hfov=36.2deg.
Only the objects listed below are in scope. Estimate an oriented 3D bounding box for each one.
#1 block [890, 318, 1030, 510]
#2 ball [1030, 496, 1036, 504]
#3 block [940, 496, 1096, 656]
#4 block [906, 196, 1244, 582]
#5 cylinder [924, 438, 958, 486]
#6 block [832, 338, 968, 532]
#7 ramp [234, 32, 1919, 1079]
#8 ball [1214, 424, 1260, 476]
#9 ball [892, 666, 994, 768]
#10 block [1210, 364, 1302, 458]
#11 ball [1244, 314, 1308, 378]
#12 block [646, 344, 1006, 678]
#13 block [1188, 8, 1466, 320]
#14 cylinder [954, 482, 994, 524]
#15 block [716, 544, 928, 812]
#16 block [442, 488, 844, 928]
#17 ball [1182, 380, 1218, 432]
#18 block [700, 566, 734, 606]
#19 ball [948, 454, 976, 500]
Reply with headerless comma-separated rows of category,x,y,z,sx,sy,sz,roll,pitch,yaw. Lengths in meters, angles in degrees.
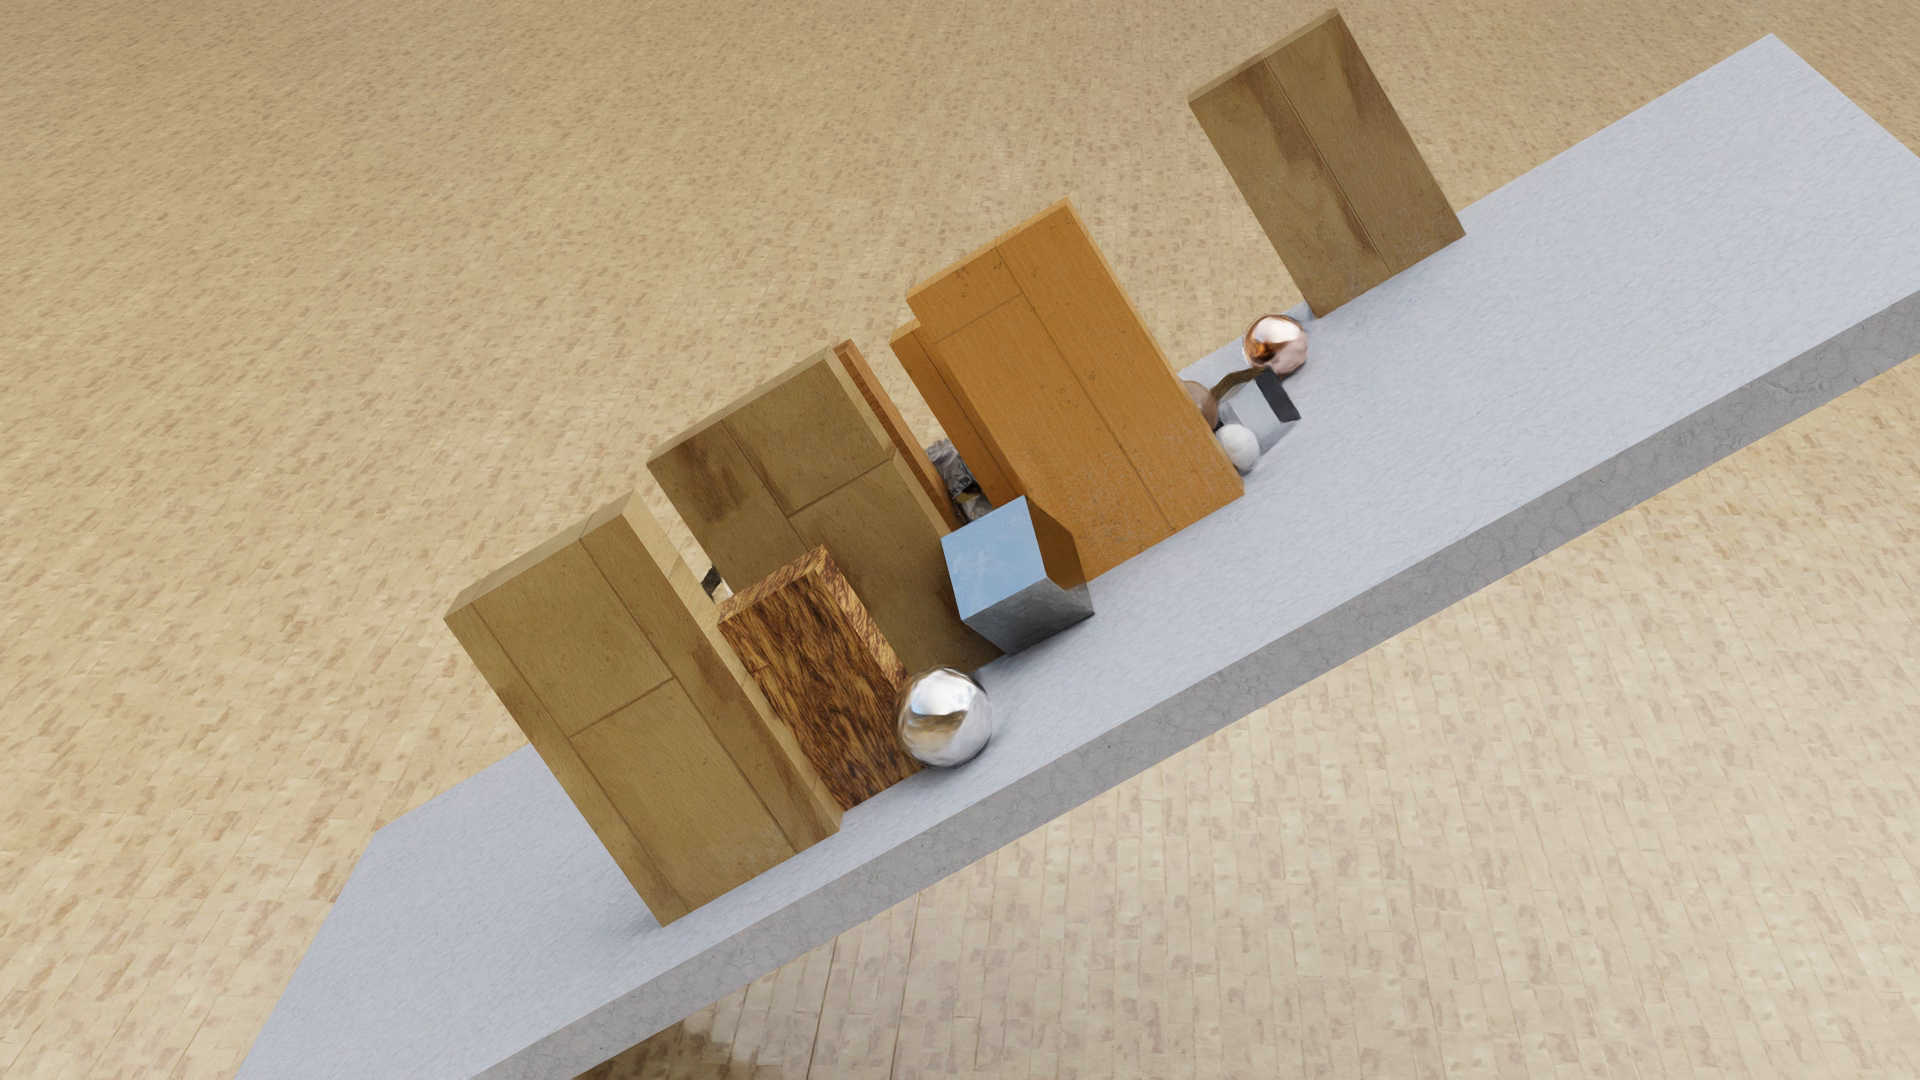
block,0.146,-0.281,6.373,0.335,0.581,0.105,-30,15,13
ball,0.195,-0.018,6.240,0.173,0.173,0.173,0,20,0
block,0.116,0.073,5.899,0.200,0.200,0.200,-28,55,19
block,0.239,-0.301,6.002,0.378,0.705,0.081,-30,15,13
cylinder,-0.036,-0.140,7.139,0.156,0.156,0.156,-31,15,9
block,-0.223,-0.164,6.841,0.261,0.545,0.118,-30,15,13
ramp,0.141,0.169,6.290,4.000,0.100,2.000,-30,15,13
ball,0.569,-0.187,6.126,0.109,0.109,0.109,0,20,0
ball,-0.033,0.334,5.554,0.190,0.190,0.190,0,20,0
block,0.605,-0.267,6.242,0.140,0.140,0.140,-41,17,-29
ball,0.705,-0.432,6.557,0.144,0.144,0.144,0,20,0
block,-0.258,0.018,5.993,0.429,0.716,0.102,-30,15,13
block,0.843,-0.862,6.761,0.392,0.592,0.101,-30,15,13
cylinder,0.075,-0.069,6.739,0.127,0.127,0.127,-31,15,9
block,-0.282,0.289,5.700,0.309,0.451,0.141,-30,15,13
block,-0.597,0.328,5.647,0.410,0.747,0.147,-30,15,13
ball,0.466,-0.262,6.143,0.147,0.147,0.147,0,20,0
block,-0.562,0.157,7.477,0.151,0.151,0.151,-2,56,-35
ball,0.063,-0.142,6.885,0.185,0.185,0.185,0,20,0
